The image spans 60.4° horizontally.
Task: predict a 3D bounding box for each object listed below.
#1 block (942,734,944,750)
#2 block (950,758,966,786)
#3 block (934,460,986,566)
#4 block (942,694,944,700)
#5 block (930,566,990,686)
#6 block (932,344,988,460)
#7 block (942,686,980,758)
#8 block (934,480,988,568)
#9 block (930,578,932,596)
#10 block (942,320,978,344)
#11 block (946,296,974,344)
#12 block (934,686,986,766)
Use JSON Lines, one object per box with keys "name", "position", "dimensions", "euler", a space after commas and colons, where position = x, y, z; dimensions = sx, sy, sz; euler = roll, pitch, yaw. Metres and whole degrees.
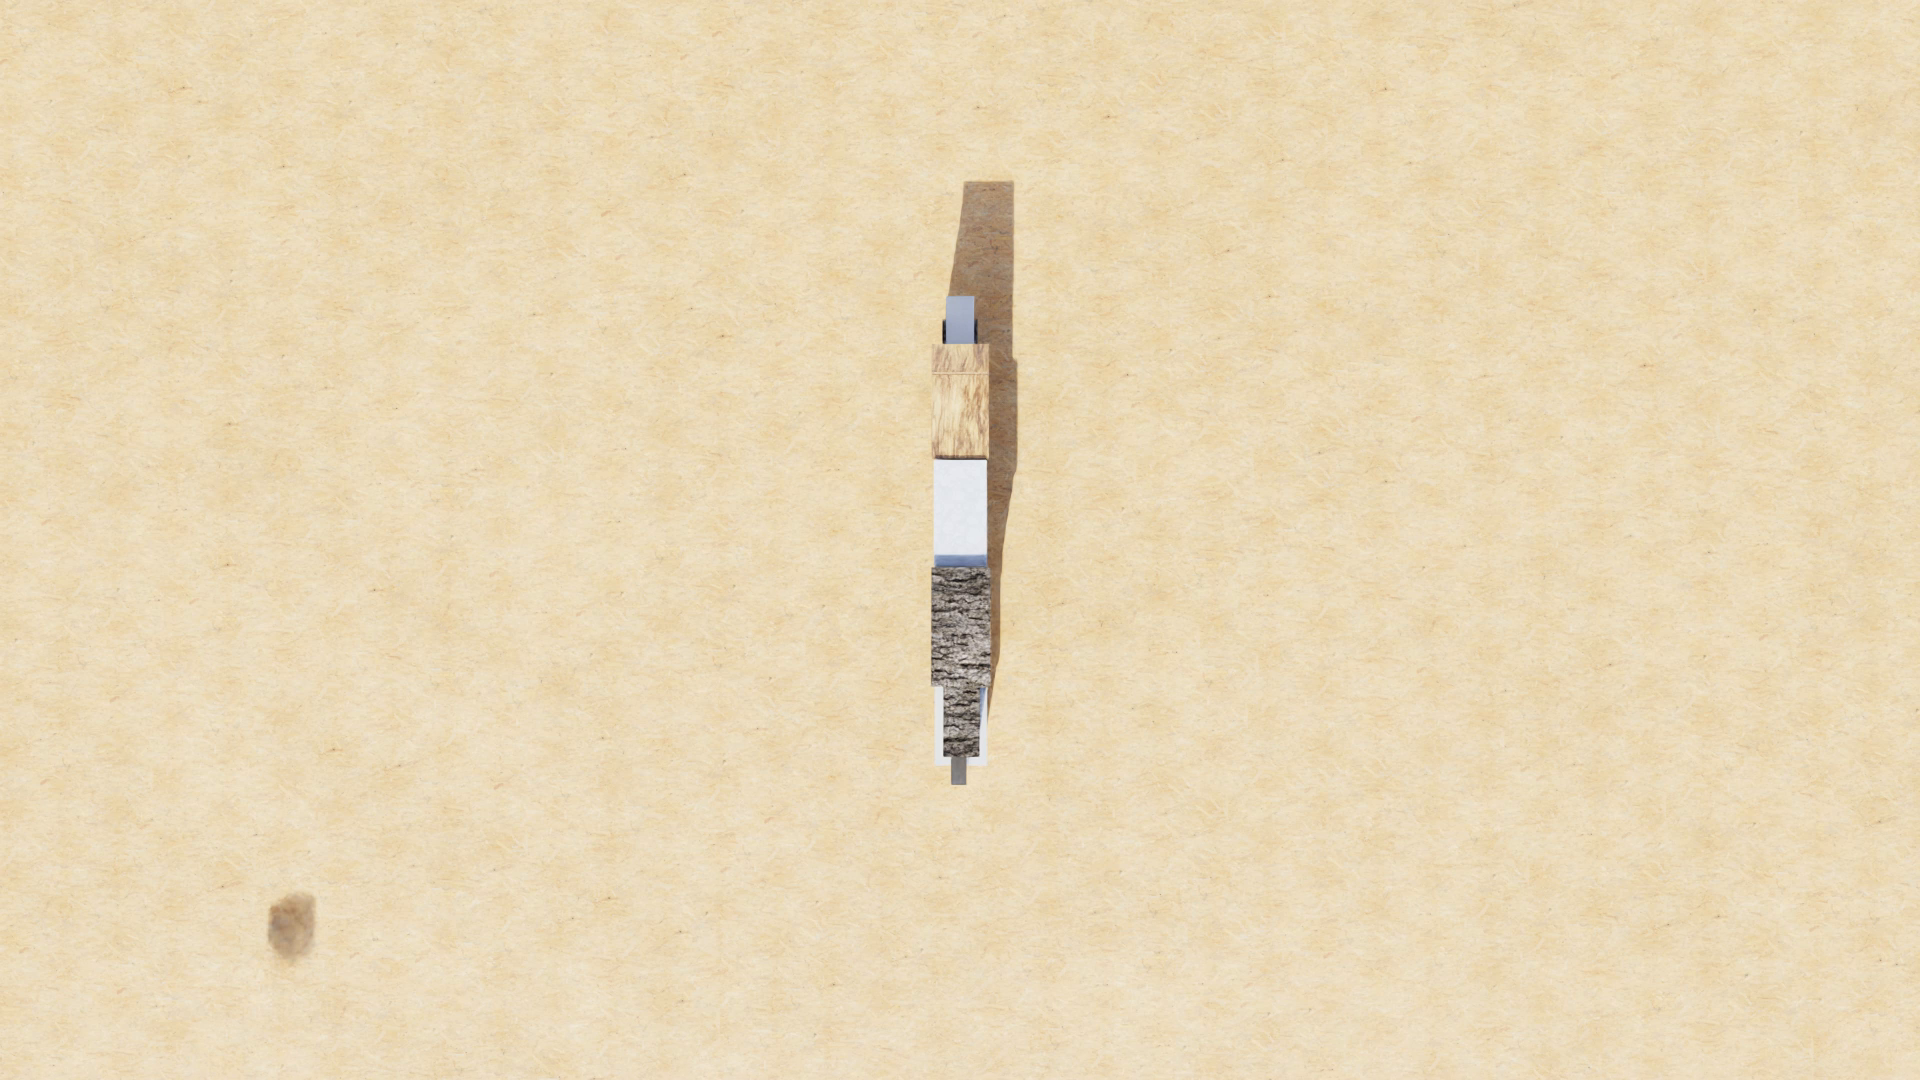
{"name": "block", "position": [0.002, 0.608, 5.022], "dimensions": [0.108, 0.217, 0.031], "euler": [0, 90, 0]}
{"name": "block", "position": [-0.004, 0.697, 5.026], "dimensions": [0.049, 0.014, 0.097], "euler": [0, 90, 0]}
{"name": "block", "position": [0.000, -0.079, 4.799], "dimensions": [0.153, 0.043, 0.305], "euler": [0, 90, 0]}
{"name": "block", "position": [0.004, 0.463, 5.022], "dimensions": [0.108, 0.217, 0.031], "euler": [0, 90, 0]}
{"name": "block", "position": [0.002, 0.250, 4.759], "dimensions": [0.171, 0.049, 0.343], "euler": [0, 90, 0]}
{"name": "block", "position": [0.000, -0.403, 4.820], "dimensions": [0.167, 0.047, 0.334], "euler": [0, 90, 0]}
{"name": "block", "position": [0.004, 0.535, 4.898], "dimensions": [0.108, 0.031, 0.217], "euler": [0, 90, 0]}
{"name": "block", "position": [0.003, -0.021, 5.149], "dimensions": [0.164, 0.046, 0.328], "euler": [0, 90, 0]}
{"name": "block", "position": [0.001, 0.136, 4.955], "dimensions": [0.171, 0.343, 0.049], "euler": [0, 90, 0]}
{"name": "block", "position": [-0.001, -0.589, 5.260], "dimensions": [0.112, 0.032, 0.224], "euler": [0, 90, 0]}
{"name": "block", "position": [0.000, -0.661, 5.061], "dimensions": [0.086, 0.024, 0.171], "euler": [0, 90, 0]}
{"name": "block", "position": [0.003, 0.539, 5.153], "dimensions": [0.162, 0.046, 0.324], "euler": [0, 90, 0]}
